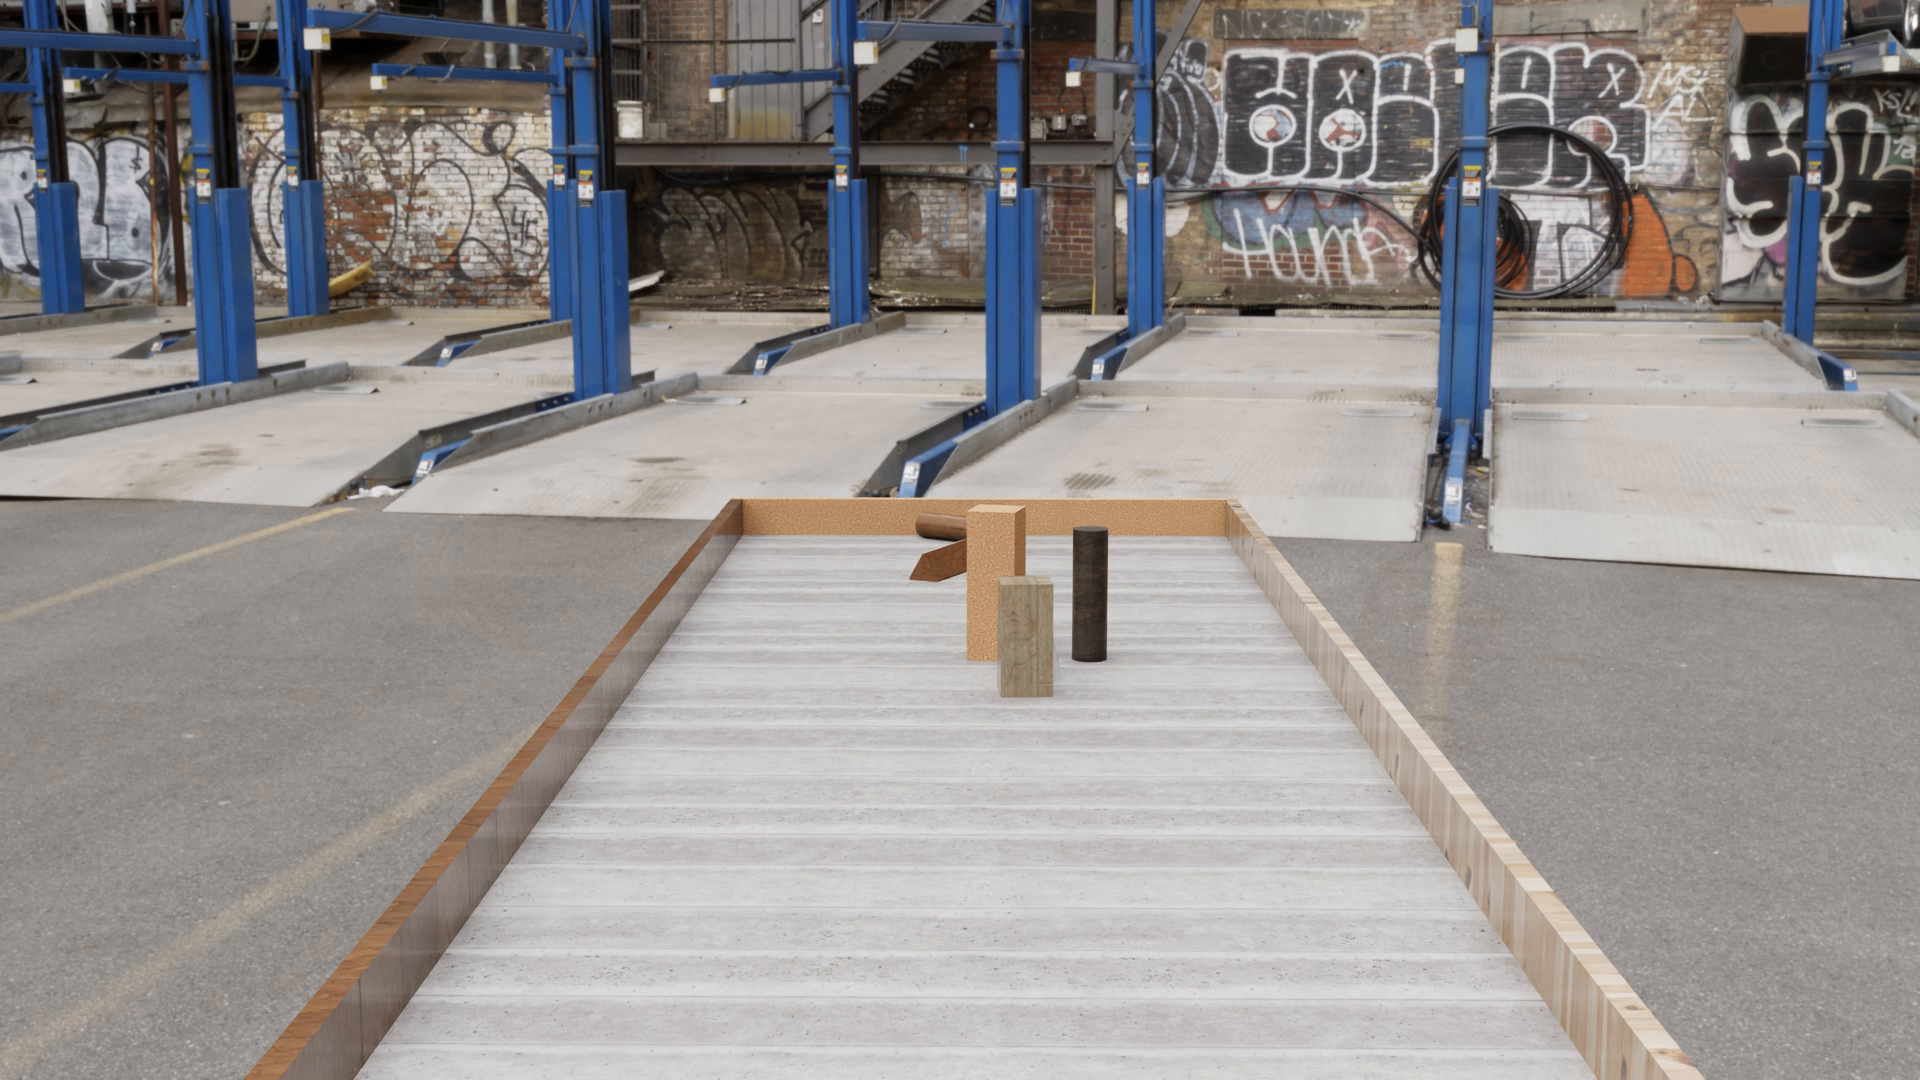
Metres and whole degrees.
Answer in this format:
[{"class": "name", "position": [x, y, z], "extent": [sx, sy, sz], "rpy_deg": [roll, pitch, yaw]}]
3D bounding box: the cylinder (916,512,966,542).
[{"class": "cylinder", "position": [0.004, -0.047, 8.970], "extent": [0.392, 0.105, 0.105], "rpy_deg": [7, 11, 37]}]

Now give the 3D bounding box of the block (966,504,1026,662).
[{"class": "block", "position": [0.111, 0.131, 6.718], "extent": [0.148, 0.459, 0.148], "rpy_deg": [2, 9, 15]}]

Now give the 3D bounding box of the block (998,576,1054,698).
[{"class": "block", "position": [0.185, 0.273, 6.254], "extent": [0.147, 0.323, 0.147], "rpy_deg": [0, 9, -3]}]

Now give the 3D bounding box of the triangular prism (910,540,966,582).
[{"class": "triangular prism", "position": [-0.043, 0.067, 8.243], "extent": [0.117, 0.101, 0.428], "rpy_deg": [5, 10, 24]}]

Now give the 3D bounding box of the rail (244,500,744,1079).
[{"class": "rail", "position": [-1.004, 0.839, 3.234], "extent": [0.050, 0.150, 12.000], "rpy_deg": [0, 9, 1]}]

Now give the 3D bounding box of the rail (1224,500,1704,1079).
[{"class": "rail", "position": [1.046, 0.843, 3.208], "extent": [0.050, 0.150, 12.000], "rpy_deg": [0, 9, 1]}]

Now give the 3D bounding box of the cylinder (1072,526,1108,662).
[{"class": "cylinder", "position": [0.395, 0.164, 6.689], "extent": [0.109, 0.402, 0.109], "rpy_deg": [0, 9, 0]}]

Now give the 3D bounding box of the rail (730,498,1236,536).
[{"class": "rail", "position": [0.099, -0.098, 9.147], "extent": [2.100, 0.150, 0.050], "rpy_deg": [0, 9, 1]}]

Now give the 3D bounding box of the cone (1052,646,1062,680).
[{"class": "cone", "position": [0.233, 0.252, 6.444], "extent": [0.132, 0.305, 0.132], "rpy_deg": [0, 9, 0]}]
